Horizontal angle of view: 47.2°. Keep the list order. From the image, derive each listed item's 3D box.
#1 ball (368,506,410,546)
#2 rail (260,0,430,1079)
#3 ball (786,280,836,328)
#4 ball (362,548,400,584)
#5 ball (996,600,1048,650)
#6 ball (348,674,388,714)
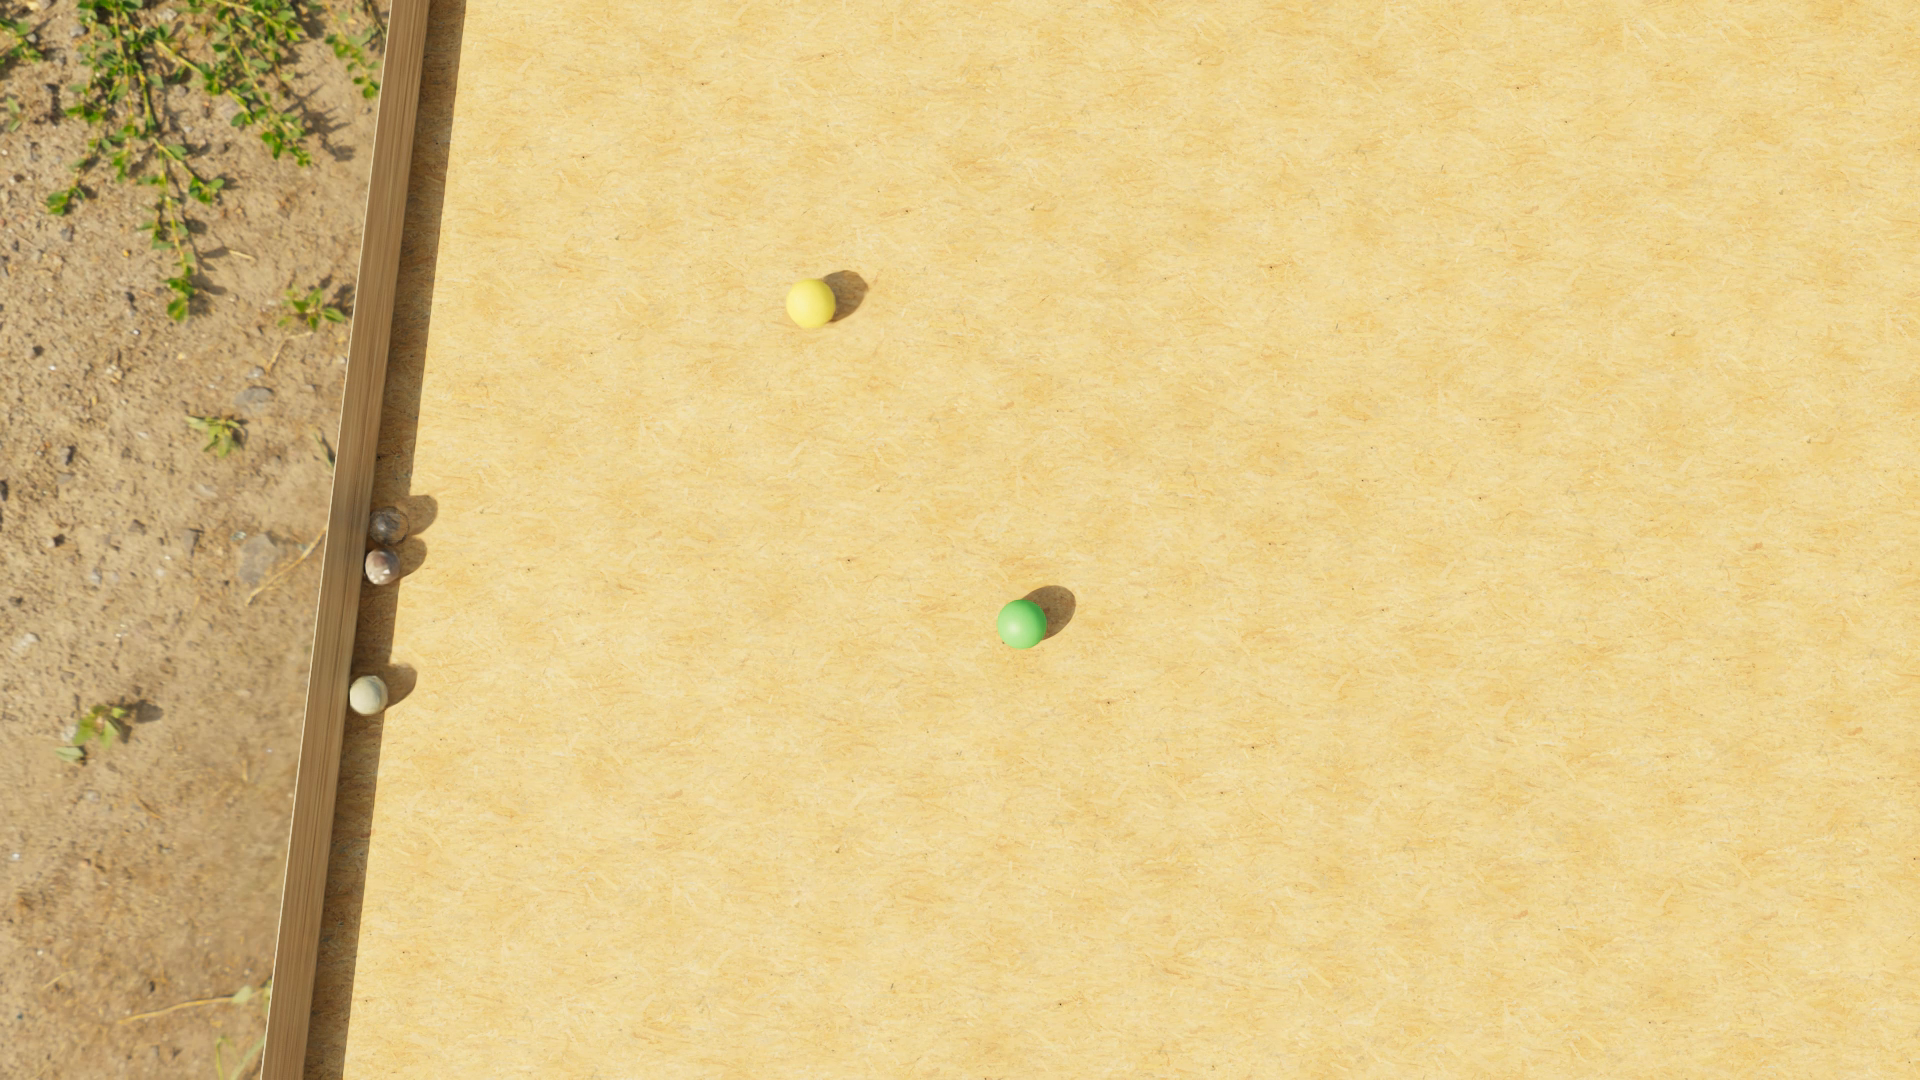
[{"bbox_3d":[-0.855,-0.022,3.292,0.060,0.060,0.060,0,80,0],"label":"ball"},{"bbox_3d":[-0.900,-0.065,3.280,0.045,0.097,2.038,4,80,1],"label":"rail"},{"bbox_3d":[-0.226,-0.359,3.344,0.075,0.075,0.075,0,80,0],"label":"ball"},{"bbox_3d":[-0.864,0.039,3.284,0.056,0.056,0.056,0,80,0],"label":"ball"},{"bbox_3d":[0.092,0.125,3.259,0.075,0.075,0.075,0,80,0],"label":"ball"},{"bbox_3d":[-0.874,0.229,3.249,0.059,0.059,0.059,0,80,0],"label":"ball"}]
